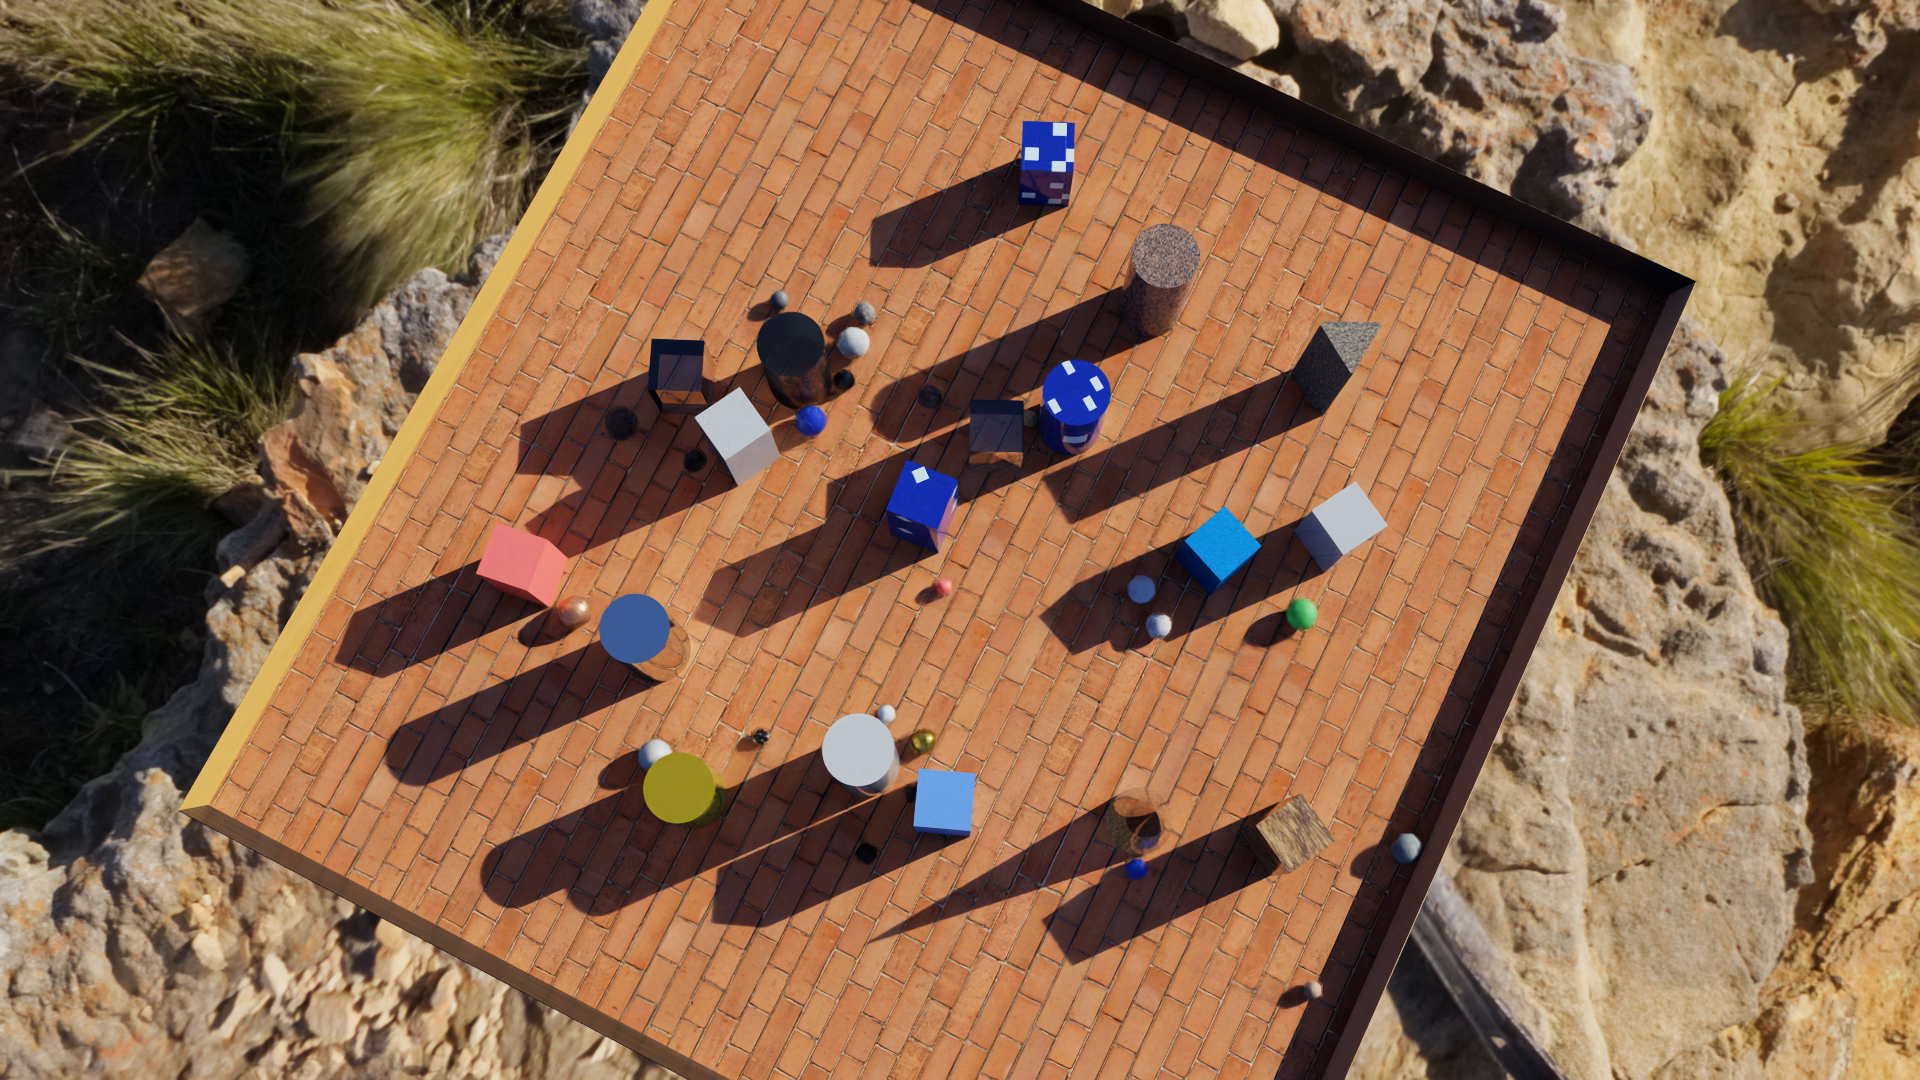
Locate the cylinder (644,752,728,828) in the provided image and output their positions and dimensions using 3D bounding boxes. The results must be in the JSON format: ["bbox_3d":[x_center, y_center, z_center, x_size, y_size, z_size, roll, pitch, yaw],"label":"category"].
[{"bbox_3d":[-0.792,0.729,5.309,0.199,0.307,0.199,0,78,0],"label":"cylinder"}]

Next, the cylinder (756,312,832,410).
[{"bbox_3d":[-0.497,-0.538,5.546,0.199,0.357,0.199,0,78,0],"label":"cylinder"}]

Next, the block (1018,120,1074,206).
[{"bbox_3d":[0.268,-1.172,5.718,0.159,0.277,0.159,2,78,0],"label":"block"}]

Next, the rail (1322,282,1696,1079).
[{"bbox_3d":[1.473,0.728,5.399,0.045,0.129,3.480,26,80,5],"label":"rail"}]

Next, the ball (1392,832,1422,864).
[{"bbox_3d":[1.313,0.906,5.383,0.090,0.090,0.090,0,78,0],"label":"ball"}]

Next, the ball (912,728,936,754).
[{"bbox_3d":[-0.108,0.598,5.454,0.076,0.076,0.076,0,78,0],"label":"ball"}]

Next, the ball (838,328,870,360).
[{"bbox_3d":[-0.331,-0.611,5.692,0.099,0.099,0.099,0,78,0],"label":"ball"}]

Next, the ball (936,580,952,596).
[{"bbox_3d":[-0.048,0.144,5.561,0.050,0.050,0.050,0,78,0],"label":"ball"}]

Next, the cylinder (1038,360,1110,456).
[{"bbox_3d":[0.341,-0.395,5.519,0.199,0.352,0.199,0,78,0],"label":"cylinder"}]

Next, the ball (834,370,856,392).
[{"bbox_3d":[-0.359,-0.494,5.684,0.068,0.068,0.068,0,78,0],"label":"ball"}]

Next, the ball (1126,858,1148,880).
[{"bbox_3d":[0.520,0.967,5.385,0.062,0.062,0.062,0,78,0],"label":"ball"}]

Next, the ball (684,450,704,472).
[{"bbox_3d":[-0.817,-0.242,5.633,0.066,0.066,0.066,0,78,0],"label":"ball"}]

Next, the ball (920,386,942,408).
[{"bbox_3d":[-0.092,-0.445,5.673,0.070,0.070,0.070,0,78,0],"label":"ball"}]

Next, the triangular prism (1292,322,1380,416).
[{"bbox_3d":[1.103,-0.542,5.495,0.149,0.458,0.172,30,80,6],"label":"triangular prism"}]

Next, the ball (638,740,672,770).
[{"bbox_3d":[-0.903,0.641,5.433,0.099,0.099,0.099,0,78,0],"label":"ball"}]

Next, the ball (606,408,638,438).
[{"bbox_3d":[-1.039,-0.361,5.642,0.096,0.096,0.096,0,78,0],"label":"ball"}]

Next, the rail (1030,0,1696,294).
[{"bbox_3d":[0.768,-1.496,5.859,3.342,0.129,0.045,26,80,5],"label":"rail"}]

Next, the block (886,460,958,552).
[{"bbox_3d":[-0.110,-0.096,5.459,0.159,0.348,0.159,21,79,4],"label":"block"}]

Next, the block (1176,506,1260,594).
[{"bbox_3d":[0.770,0.035,5.484,0.159,0.246,0.159,-40,81,-8],"label":"block"}]

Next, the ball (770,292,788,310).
[{"bbox_3d":[-0.565,-0.750,5.742,0.058,0.058,0.058,0,78,0],"label":"ball"}]

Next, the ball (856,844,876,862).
[{"bbox_3d":[-0.278,0.922,5.397,0.056,0.056,0.056,0,78,0],"label":"ball"}]

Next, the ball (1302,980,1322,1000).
[{"bbox_3d":[1.023,1.306,5.318,0.054,0.054,0.054,0,78,0],"label":"ball"}]

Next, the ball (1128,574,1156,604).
[{"bbox_3d":[0.549,0.148,5.542,0.085,0.085,0.085,0,78,0],"label":"ball"}]

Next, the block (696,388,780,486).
[{"bbox_3d":[-0.665,-0.307,5.512,0.159,0.329,0.159,-35,80,-7],"label":"block"}]

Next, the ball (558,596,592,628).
[{"bbox_3d":[-1.158,0.217,5.521,0.100,0.100,0.100,0,78,0],"label":"ball"}]

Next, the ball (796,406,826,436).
[{"bbox_3d":[-0.457,-0.366,5.644,0.094,0.094,0.094,0,78,0],"label":"ball"}]

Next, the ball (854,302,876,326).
[{"bbox_3d":[-0.297,-0.706,5.728,0.069,0.069,0.069,0,78,0],"label":"ball"}]

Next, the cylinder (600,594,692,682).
[{"bbox_3d":[-0.913,0.290,5.345,0.199,0.414,0.199,0,78,0],"label":"cylinder"}]

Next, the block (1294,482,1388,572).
[{"bbox_3d":[1.135,-0.035,5.478,0.159,0.286,0.159,-33,80,-6],"label":"block"}]

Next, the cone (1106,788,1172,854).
[{"bbox_3d":[0.533,0.786,5.207,0.199,0.483,0.199,0,78,0],"label":"cone"}]

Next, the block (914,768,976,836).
[{"bbox_3d":[-0.043,0.759,5.280,0.159,0.352,0.159,5,78,1],"label":"block"}]

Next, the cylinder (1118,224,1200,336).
[{"bbox_3d":[0.598,-0.780,5.546,0.199,0.455,0.199,0,78,0],"label":"cylinder"}]

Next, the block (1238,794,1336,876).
[{"bbox_3d":[0.934,0.850,5.266,0.159,0.343,0.159,-34,80,-7],"label":"block"}]

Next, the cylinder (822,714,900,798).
[{"bbox_3d":[-0.279,0.622,5.252,0.199,0.461,0.199,0,78,0],"label":"cylinder"}]

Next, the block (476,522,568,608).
[{"bbox_3d":[-1.299,0.077,5.453,0.159,0.289,0.159,18,79,4],"label":"block"}]

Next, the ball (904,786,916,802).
[{"bbox_3d":[-0.144,0.754,5.439,0.042,0.042,0.042,0,78,0],"label":"ball"}]

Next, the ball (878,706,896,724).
[{"bbox_3d":[-0.219,0.521,5.481,0.054,0.054,0.054,0,78,0],"label":"ball"}]

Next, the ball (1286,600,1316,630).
[{"bbox_3d":[1.028,0.227,5.523,0.091,0.091,0.091,0,78,0],"label":"ball"}]

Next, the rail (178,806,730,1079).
[{"bbox_3d":[-0.768,1.510,5.237,3.342,0.129,0.045,26,80,5],"label":"rail"}]

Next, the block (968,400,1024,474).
[{"bbox_3d":[0.109,-0.312,5.549,0.159,0.259,0.159,1,78,0],"label":"block"}]

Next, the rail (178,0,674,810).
[{"bbox_3d":[-1.473,-0.714,5.697,0.045,0.129,3.480,26,80,5],"label":"rail"}]

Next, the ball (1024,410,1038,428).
[{"bbox_3d":[0.215,-0.375,5.667,0.053,0.053,0.053,0,78,0],"label":"ball"}]

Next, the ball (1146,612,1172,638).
[{"bbox_3d":[0.598,0.258,5.524,0.077,0.077,0.077,0,78,0],"label":"ball"}]

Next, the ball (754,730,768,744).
[{"bbox_3d":[-0.594,0.587,5.472,0.045,0.045,0.045,0,78,0],"label":"ball"}]

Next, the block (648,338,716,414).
[{"bbox_3d":[-0.846,-0.495,5.587,0.159,0.259,0.159,2,78,0],"label":"block"}]
